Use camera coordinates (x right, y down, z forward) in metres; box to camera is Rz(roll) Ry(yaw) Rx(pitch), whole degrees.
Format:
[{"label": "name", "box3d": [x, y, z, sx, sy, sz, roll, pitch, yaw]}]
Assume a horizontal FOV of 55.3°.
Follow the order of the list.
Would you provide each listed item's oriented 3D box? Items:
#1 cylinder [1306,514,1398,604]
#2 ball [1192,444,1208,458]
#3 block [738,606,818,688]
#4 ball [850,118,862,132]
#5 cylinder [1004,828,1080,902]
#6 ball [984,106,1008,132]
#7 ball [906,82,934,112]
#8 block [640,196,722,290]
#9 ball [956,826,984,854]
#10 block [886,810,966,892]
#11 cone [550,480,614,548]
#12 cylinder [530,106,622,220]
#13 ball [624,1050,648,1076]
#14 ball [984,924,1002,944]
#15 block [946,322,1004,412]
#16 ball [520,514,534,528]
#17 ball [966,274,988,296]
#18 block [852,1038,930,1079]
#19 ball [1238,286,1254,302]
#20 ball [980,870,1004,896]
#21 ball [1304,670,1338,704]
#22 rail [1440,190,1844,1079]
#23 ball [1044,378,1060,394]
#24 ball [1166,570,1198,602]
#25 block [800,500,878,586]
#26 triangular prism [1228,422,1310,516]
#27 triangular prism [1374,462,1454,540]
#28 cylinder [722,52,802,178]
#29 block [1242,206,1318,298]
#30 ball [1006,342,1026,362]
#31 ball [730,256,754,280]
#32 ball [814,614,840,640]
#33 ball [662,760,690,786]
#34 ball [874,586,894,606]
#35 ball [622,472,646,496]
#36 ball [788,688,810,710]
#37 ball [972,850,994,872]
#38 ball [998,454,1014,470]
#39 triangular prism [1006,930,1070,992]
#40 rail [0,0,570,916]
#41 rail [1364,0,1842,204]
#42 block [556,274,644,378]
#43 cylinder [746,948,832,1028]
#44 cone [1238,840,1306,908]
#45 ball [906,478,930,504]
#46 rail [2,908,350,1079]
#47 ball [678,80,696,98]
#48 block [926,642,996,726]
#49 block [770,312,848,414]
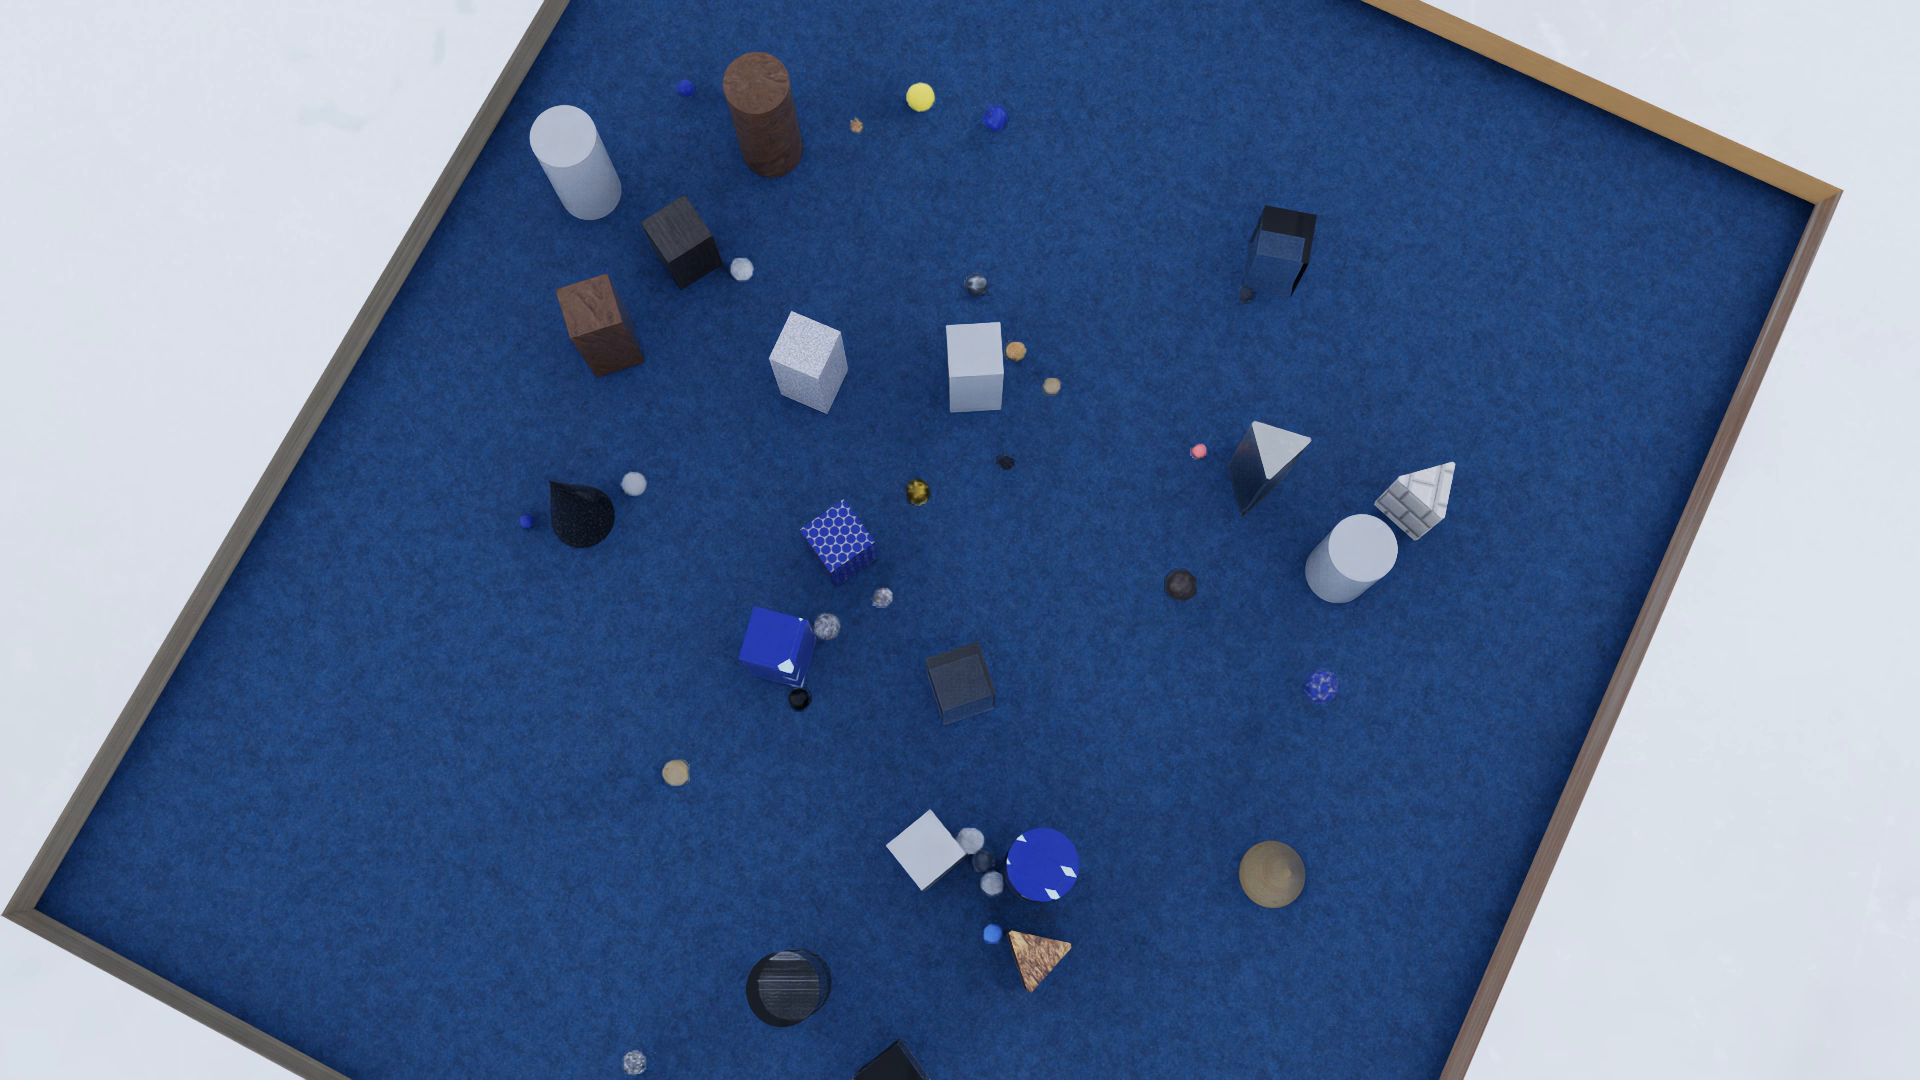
[{"label": "cylinder", "box3d": [1.153, 0.059, 5.418, 0.198, 0.364, 0.198, 0, 78, 0]}, {"label": "ball", "box3d": [0.739, -0.275, 5.651, 0.044, 0.044, 0.044, 0, 78, 0]}, {"label": "block", "box3d": [-0.530, 0.318, 5.368, 0.158, 0.357, 0.158, 15, 79, 3]}, {"label": "ball", "box3d": [-0.333, -1.328, 5.870, 0.042, 0.042, 0.042, 0, 78, 0]}, {"label": "cylinder", "box3d": [0.226, 0.927, 5.198, 0.198, 0.443, 0.198, 0, 78, 0]}, {"label": "ball", "box3d": [0.113, -1.346, 5.855, 0.079, 0.079, 0.079, 0, 78, 0]}, {"label": "ball", "box3d": [-0.127, -1.417, 5.864, 0.089, 0.089, 0.089, 0, 78, 0]}, {"label": "block", "box3d": [-0.860, -0.919, 5.680, 0.158, 0.249, 0.158, -34, 80, -7]}, {"label": "ball", "box3d": [0.030, 0.885, 5.393, 0.080, 0.080, 0.080, 0, 78, 0]}, {"label": "block", "box3d": [-0.094, 0.894, 5.249, 0.158, 0.357, 0.158, -39, 81, -7]}, {"label": "cone", "box3d": [-1.159, -0.120, 5.401, 0.198, 0.471, 0.198, 0, 78, 0]}, {"label": "cylinder", "box3d": [-1.178, -1.156, 5.643, 0.198, 0.418, 0.198, 0, 78, 0]}, {"label": "ball", "box3d": [-0.934, 1.504, 5.271, 0.068, 0.068, 0.068, 0, 78, 0]}, {"label": "ball", "box3d": [0.097, 1.148, 5.350, 0.057, 0.057, 0.057, 0, 78, 0]}, {"label": "block", "box3d": [0.043, -0.517, 5.529, 0.158, 0.380, 0.158, -4, 78, -1]}, {"label": "ball", "box3d": [-1.324, -0.059, 5.606, 0.044, 0.044, 0.044, 0, 78, 0]}, {"label": "ball", "box3d": [0.056, -0.799, 5.747, 0.069, 0.069, 0.069, 0, 78, 0]}, {"label": "block", "box3d": [-0.187, 1.521, 5.150, 0.158, 0.297, 0.158, -36, 81, -7]}, {"label": "ball", "box3d": [0.899, -0.771, 5.752, 0.047, 0.047, 0.047, 0, 78, 0]}, {"label": "ball", "box3d": [0.095, 1.006, 5.373, 0.070, 0.070, 0.070, 0, 78, 0]}, {"label": "ball", "box3d": [1.079, 0.439, 5.475, 0.099, 0.099, 0.099, 0, 78, 0]}, {"label": "rail", "box3d": [1.741, 0.859, 5.372, 0.045, 0.128, 4.446, 26, 80, 5]}, {"label": "ball", "box3d": [0.286, -0.478, 5.687, 0.055, 0.055, 0.055, 0, 78, 0]}, {"label": "ball", "box3d": [0.669, 0.138, 5.540, 0.095, 0.095, 0.095, 0, 78, 0]}, {"label": "block", "box3d": [-0.360, 0.012, 5.491, 0.158, 0.242, 0.158, -35, 80, -7]}, {"label": "triangular prism", "box3d": [0.880, -0.232, 5.417, 0.171, 0.485, 0.148, -42, 81, -8]}, {"label": "triangular prism", "box3d": [1.388, -0.141, 5.482, 0.171, 0.320, 0.148, 43, 82, 8]}, {"label": "cylinder", "box3d": [-0.602, -1.302, 5.644, 0.198, 0.475, 0.198, 0, 78, 0]}, {"label": "block", "box3d": [0.979, -0.885, 5.642, 0.158, 0.309, 0.158, 11, 79, 2]}, {"label": "ball", "box3d": [0.175, -0.588, 5.707, 0.062, 0.062, 0.062, 0, 78, 0]}, {"label": "ball", "box3d": [-0.686, -0.852, 5.755, 0.073, 0.073, 0.073, 0, 78, 0]}, {"label": "ball", "box3d": [-0.402, 0.262, 5.521, 0.081, 0.081, 0.081, 0, 78, 0]}, {"label": "ball", "box3d": [-0.843, 0.691, 5.433, 0.079, 0.079, 0.079, 0, 78, 0]}, {"label": "ball", "box3d": [-0.233, 0.172, 5.550, 0.060, 0.060, 0.060, 0, 78, 0]}, {"label": "ball", "box3d": [-1.000, -0.172, 5.614, 0.075, 0.075, 0.075, 0, 78, 0]}, {"label": "ball", "box3d": [-0.481, 0.477, 5.484, 0.066, 0.066, 0.066, 0, 78, 0]}, {"label": "ball", "box3d": [0.068, 0.946, 5.388, 0.064, 0.064, 0.064, 0, 78, 0]}, {"label": "ball", "box3d": [0.142, -0.238, 5.642, 0.048, 0.048, 0.048, 0, 78, 0]}, {"label": "triangular prism", "box3d": [0.192, 1.158, 5.189, 0.148, 0.368, 0.171, 42, 81, 8]}, {"label": "rail", "box3d": [-1.741, -0.845, 5.725, 0.045, 0.128, 4.446, 26, 80, 5]}, {"label": "rail", "box3d": [0.984, -1.920, 5.947, 3.939, 0.128, 0.045, 26, 80, 5]}, {"label": "block", "box3d": [-1.085, -0.645, 5.549, 0.158, 0.394, 0.158, -18, 79, -4]}, {"label": "cylinder", "box3d": [-0.473, 1.246, 5.120, 0.198, 0.467, 0.198, 0, 78, 0]}, {"label": "cone", "box3d": [0.922, 0.955, 5.259, 0.198, 0.314, 0.198, 0, 78, 0]}, {"label": "ball", "box3d": [-0.129, -0.151, 5.609, 0.076, 0.076, 0.076, 0, 78, 0]}, {"label": "rail", "box3d": [-0.984, 1.933, 5.150, 3.939, 0.128, 0.045, 26, 80, 5]}, {"label": "ball", "box3d": [-0.878, -1.451, 5.889, 0.054, 0.054, 0.054, 0, 78, 0]}, {"label": "block", "box3d": [0.002, 0.421, 5.338, 0.158, 0.375, 0.158, -18, 79, -4]}, {"label": "block", "box3d": [-0.453, -0.531, 5.535, 0.158, 0.376, 0.158, 23, 79, 5]}]
